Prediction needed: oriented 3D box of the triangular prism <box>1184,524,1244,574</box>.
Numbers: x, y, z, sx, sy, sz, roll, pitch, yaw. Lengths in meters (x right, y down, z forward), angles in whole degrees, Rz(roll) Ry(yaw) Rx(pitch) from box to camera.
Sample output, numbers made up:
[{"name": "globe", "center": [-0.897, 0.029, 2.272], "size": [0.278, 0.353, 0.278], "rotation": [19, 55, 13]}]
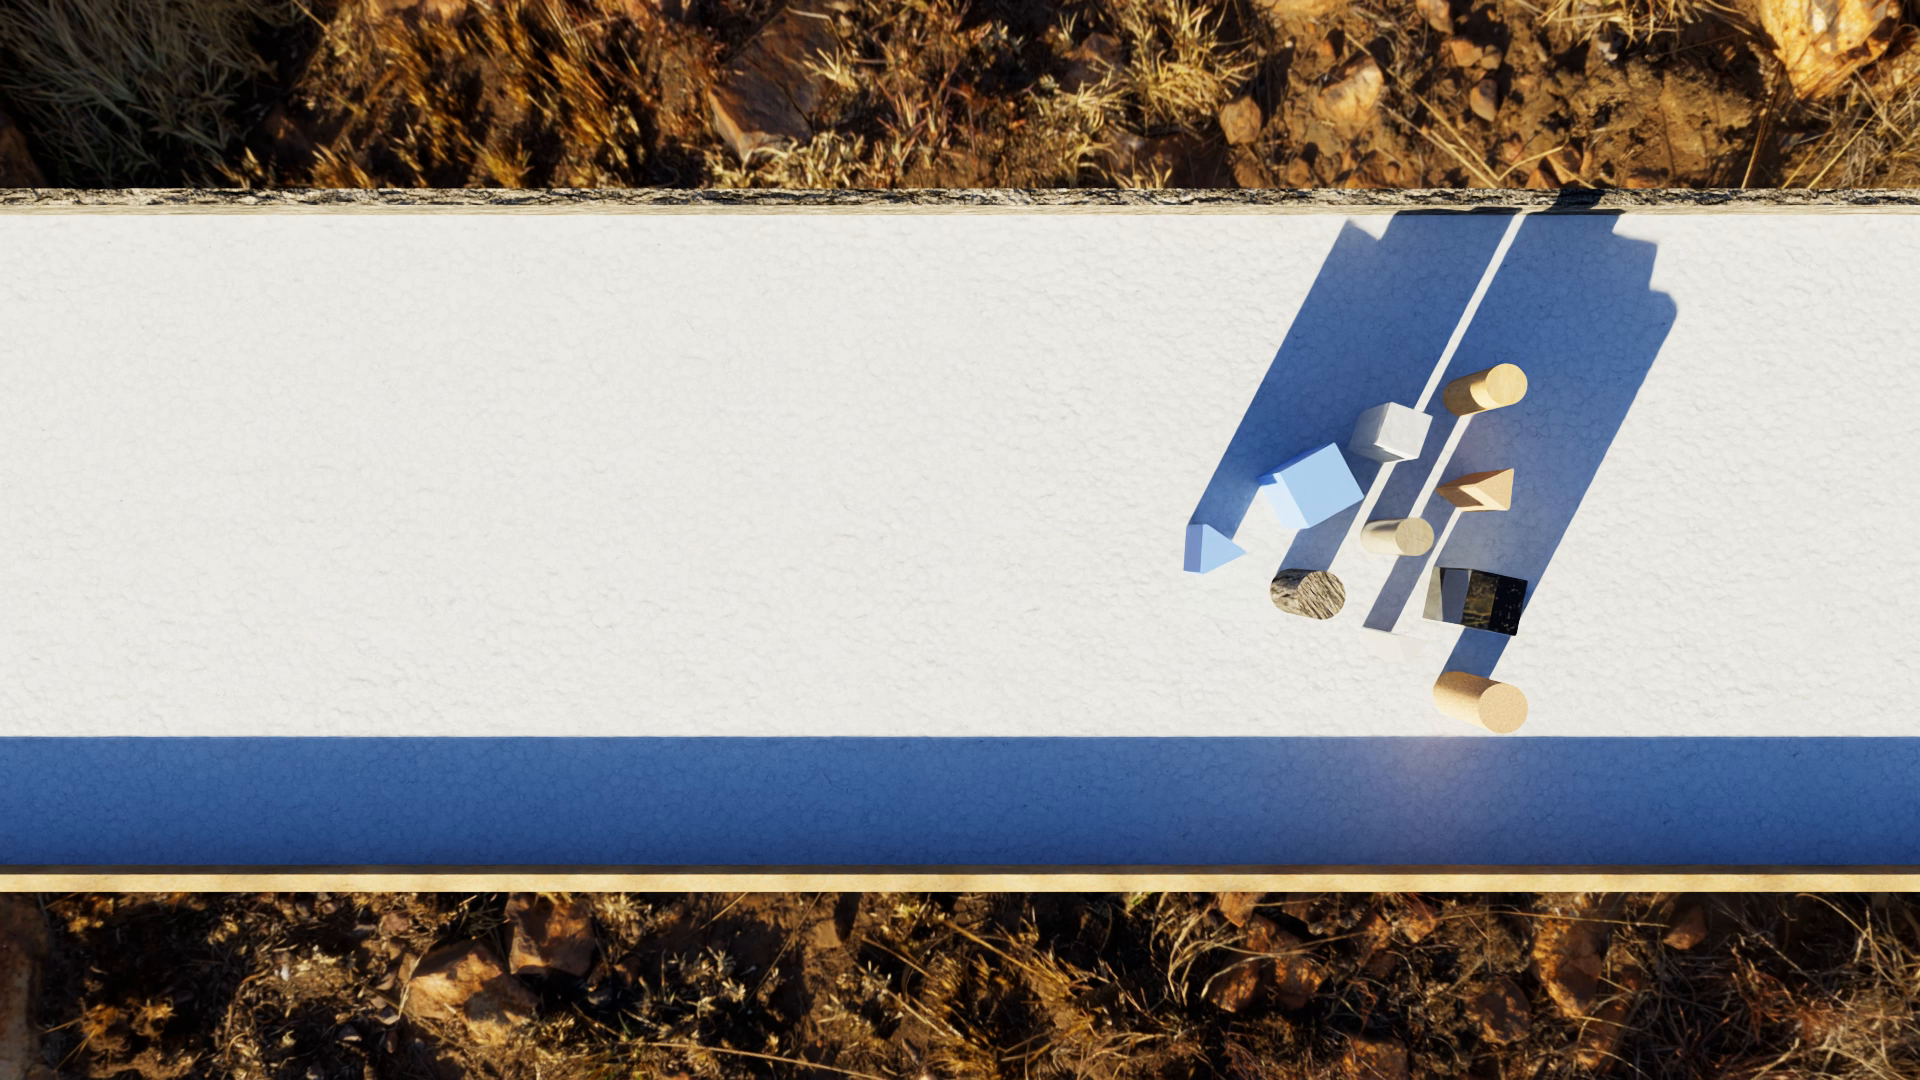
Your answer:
[{"name": "triangular prism", "center": [0.727, 0.011, 4.899], "size": [0.143, 0.356, 0.124], "rotation": [-26, 90, 0]}]

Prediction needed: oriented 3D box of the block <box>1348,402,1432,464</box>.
[{"name": "block", "center": [1.272, -0.315, 4.896], "size": [0.126, 0.362, 0.126], "rotation": [19, 90, 0]}]

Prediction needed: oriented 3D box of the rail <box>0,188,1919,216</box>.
[{"name": "rail", "center": [-2.247, -1.025, 5.002], "size": [12.000, 0.150, 0.050], "rotation": [0, 90, 0]}]

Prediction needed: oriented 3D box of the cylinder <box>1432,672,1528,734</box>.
[{"name": "cylinder", "center": [1.525, 0.473, 4.854], "size": [0.141, 0.444, 0.141], "rotation": [0, 90, 0]}]

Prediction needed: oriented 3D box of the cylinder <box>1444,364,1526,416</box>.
[{"name": "cylinder", "center": [1.546, -0.440, 4.871], "size": [0.117, 0.411, 0.117], "rotation": [0, 90, 0]}]

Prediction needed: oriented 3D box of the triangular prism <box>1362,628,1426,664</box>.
[{"name": "triangular prism", "center": [1.266, 0.294, 4.870], "size": [0.077, 0.413, 0.089], "rotation": [42, 90, 0]}]

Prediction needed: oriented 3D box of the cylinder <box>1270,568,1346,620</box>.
[{"name": "cylinder", "center": [1.023, 0.157, 4.871], "size": [0.138, 0.410, 0.138], "rotation": [0, 90, 0]}]

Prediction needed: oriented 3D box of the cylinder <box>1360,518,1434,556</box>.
[{"name": "cylinder", "center": [1.286, -0.010, 4.871], "size": [0.109, 0.412, 0.109], "rotation": [0, 90, 0]}]

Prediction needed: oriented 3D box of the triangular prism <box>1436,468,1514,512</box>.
[{"name": "triangular prism", "center": [1.539, -0.161, 4.877], "size": [0.117, 0.400, 0.101], "rotation": [36, 90, 0]}]

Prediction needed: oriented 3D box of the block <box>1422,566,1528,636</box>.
[{"name": "block", "center": [1.518, 0.178, 4.882], "size": [0.163, 0.389, 0.163], "rotation": [12, 90, 0]}]

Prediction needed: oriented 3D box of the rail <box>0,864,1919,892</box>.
[{"name": "rail", "center": [-2.247, 1.025, 5.001], "size": [12.000, 0.150, 0.050], "rotation": [0, 90, 0]}]

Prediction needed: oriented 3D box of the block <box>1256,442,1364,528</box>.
[{"name": "block", "center": [1.032, -0.156, 4.889], "size": [0.179, 0.376, 0.179], "rotation": [-29, 90, 0]}]
